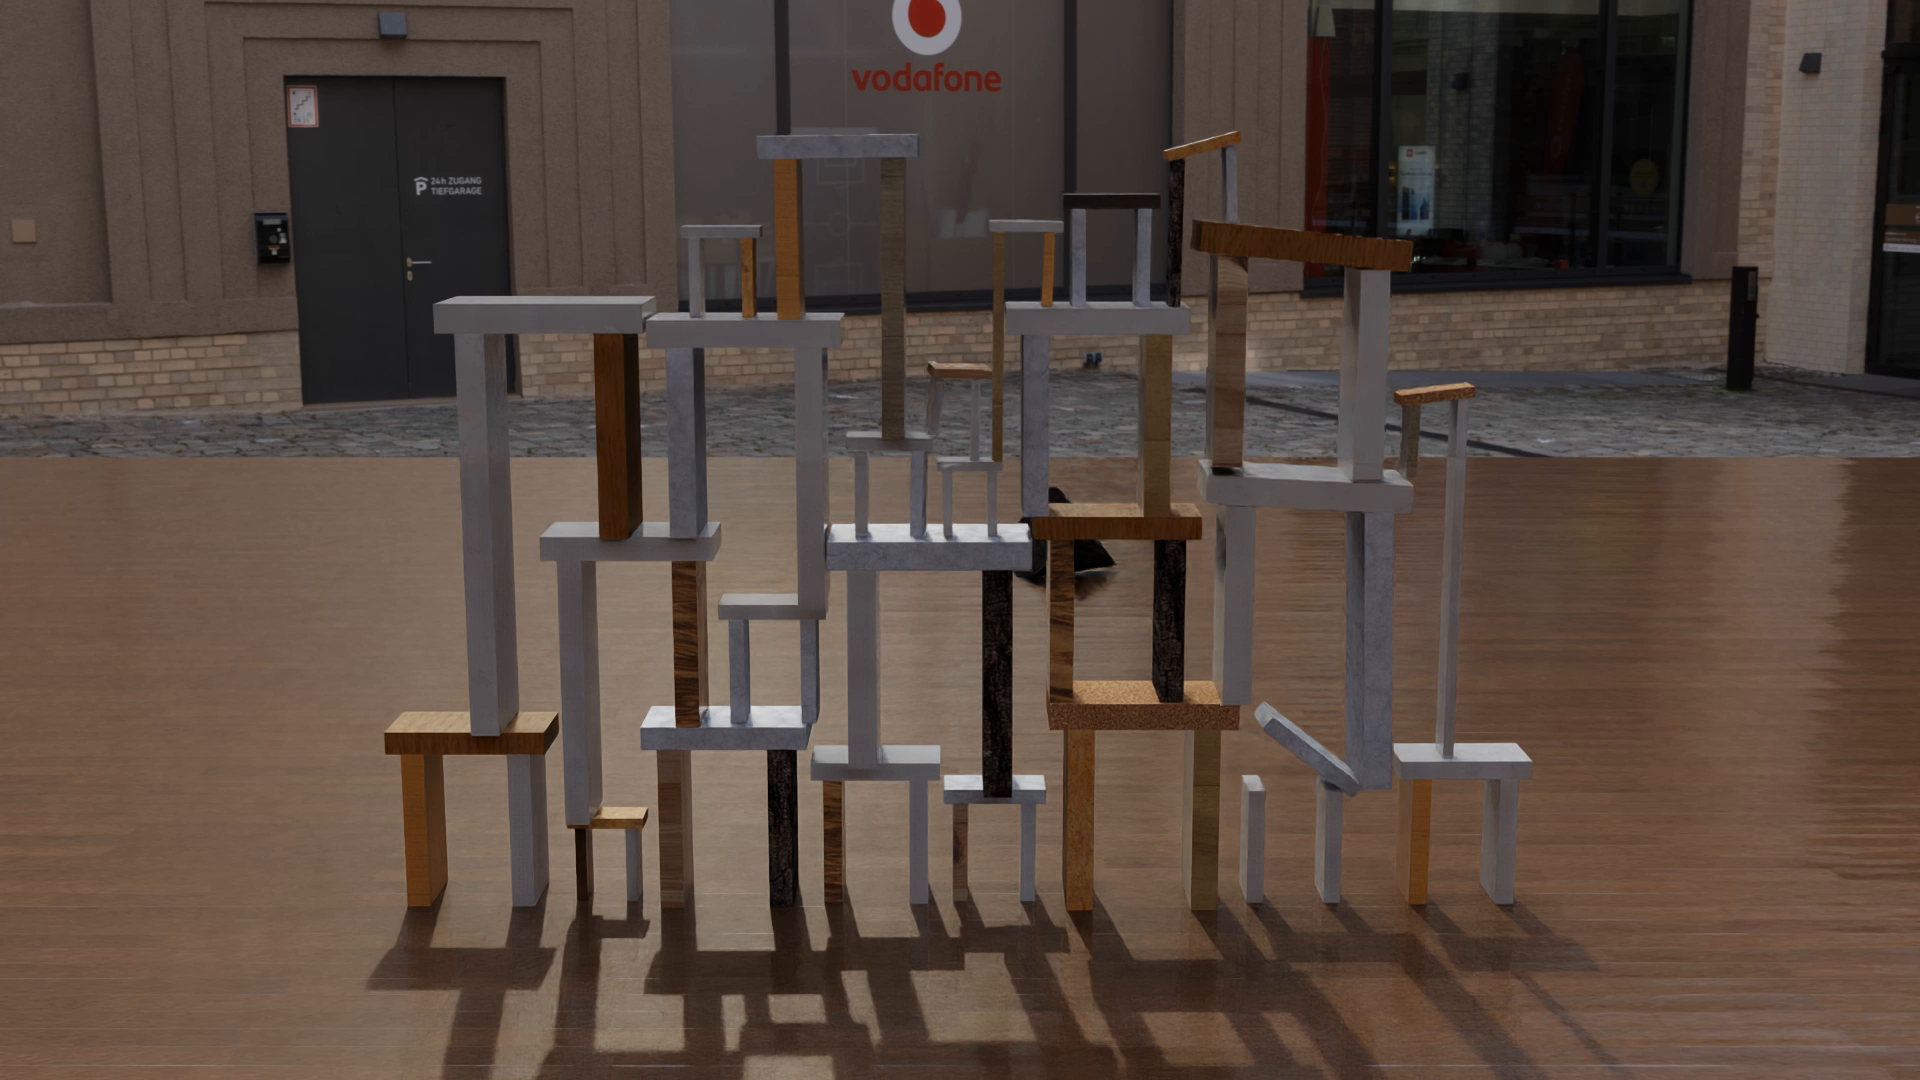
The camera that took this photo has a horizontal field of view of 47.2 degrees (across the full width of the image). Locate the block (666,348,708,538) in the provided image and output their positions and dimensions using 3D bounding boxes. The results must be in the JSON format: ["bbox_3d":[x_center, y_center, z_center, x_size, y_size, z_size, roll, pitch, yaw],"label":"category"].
[{"bbox_3d":[-0.438,-0.165,3.527,0.043,0.301,0.151,0,11,0],"label":"block"}]

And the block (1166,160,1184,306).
[{"bbox_3d":[0.339,-0.484,3.465,0.017,0.227,0.058,1,11,0],"label":"block"}]

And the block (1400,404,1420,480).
[{"bbox_3d":[0.719,-0.159,3.515,0.017,0.118,0.059,2,9,1],"label":"block"}]

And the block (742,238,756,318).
[{"bbox_3d":[-0.334,-0.417,3.486,0.018,0.124,0.062,0,11,0],"label":"block"}]

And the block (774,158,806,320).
[{"bbox_3d":[-0.269,-0.477,3.472,0.035,0.247,0.123,-1,11,0],"label":"block"}]

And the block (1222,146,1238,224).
[{"bbox_3d":[0.423,-0.559,3.457,0.017,0.117,0.059,-2,12,0],"label":"block"}]

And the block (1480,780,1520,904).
[{"bbox_3d":[0.895,0.485,3.652,0.030,0.213,0.107,0,11,0],"label":"block"}]

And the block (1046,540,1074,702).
[{"bbox_3d":[0.163,0.119,3.576,0.038,0.265,0.133,0,10,0],"label":"block"}]

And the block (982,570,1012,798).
[{"bbox_3d":[0.060,0.218,3.602,0.046,0.374,0.162,0,11,0],"label":"block"}]

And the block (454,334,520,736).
[{"bbox_3d":[-0.763,-0.018,3.554,0.046,0.647,0.162,0,11,0],"label":"block"}]

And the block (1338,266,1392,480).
[{"bbox_3d":[0.642,-0.268,3.498,0.046,0.327,0.163,1,9,1],"label":"block"}]

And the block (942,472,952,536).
[{"bbox_3d":[-0.020,-0.062,3.542,0.015,0.106,0.053,-1,11,0],"label":"block"}]

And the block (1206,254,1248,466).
[{"bbox_3d":[0.423,-0.289,3.500,0.046,0.327,0.163,1,9,2],"label":"block"}]

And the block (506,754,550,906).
[{"bbox_3d":[-0.716,0.462,3.648,0.037,0.258,0.129,0,11,0],"label":"block"}]

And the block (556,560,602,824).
[{"bbox_3d":[-0.622,0.236,3.604,0.039,0.437,0.137,0,11,0],"label":"block"}]

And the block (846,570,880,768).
[{"bbox_3d":[-0.157,0.194,3.597,0.046,0.325,0.162,0,11,0],"label":"block"}]

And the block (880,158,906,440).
[{"bbox_3d":[-0.105,-0.385,3.491,0.035,0.438,0.123,0,11,0],"label":"block"}]

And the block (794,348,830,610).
[{"bbox_3d":[-0.237,-0.108,3.537,0.043,0.417,0.151,0,11,0],"label":"block"}]

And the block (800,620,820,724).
[{"bbox_3d":[-0.245,0.205,3.596,0.024,0.173,0.086,0,11,0],"label":"block"}]

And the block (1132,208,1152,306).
[{"bbox_3d":[0.288,-0.448,3.474,0.022,0.152,0.076,0,10,0],"label":"block"}]

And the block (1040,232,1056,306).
[{"bbox_3d":[0.139,-0.429,3.477,0.016,0.115,0.058,2,10,0],"label":"block"}]

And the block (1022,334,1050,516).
[{"bbox_3d":[0.120,-0.192,3.526,0.041,0.288,0.144,0,10,1],"label":"block"}]

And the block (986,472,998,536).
[{"bbox_3d":[0.051,-0.063,3.542,0.015,0.106,0.053,0,11,-1],"label":"block"}]

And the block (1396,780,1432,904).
[{"bbox_3d":[0.753,0.485,3.652,0.030,0.213,0.107,0,11,0],"label":"block"}]

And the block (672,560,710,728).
[{"bbox_3d":[-0.439,0.155,3.589,0.039,0.274,0.137,0,11,0],"label":"block"}]

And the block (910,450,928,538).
[{"bbox_3d":[-0.066,-0.079,3.541,0.020,0.140,0.070,2,11,4],"label":"block"}]

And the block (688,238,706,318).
[{"bbox_3d":[-0.417,-0.417,3.486,0.018,0.124,0.062,0,11,0],"label":"block"}]

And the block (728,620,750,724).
[{"bbox_3d":[-0.360,0.205,3.596,0.024,0.173,0.086,0,11,0],"label":"block"}]

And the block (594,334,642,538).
[{"bbox_3d":[-0.547,-0.176,3.525,0.046,0.324,0.162,0,11,0],"label":"block"}]

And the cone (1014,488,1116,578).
[{"bbox_3d":[0.339,0.027,6.314,0.278,0.278,0.278,22,1,-25],"label":"cone"}]

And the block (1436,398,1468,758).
[{"bbox_3d":[0.797,0.061,3.566,0.017,0.591,0.059,0,11,0],"label":"block"}]

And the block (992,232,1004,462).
[{"bbox_3d":[0.061,-0.308,3.499,0.016,0.362,0.058,1,11,2],"label":"block"}]

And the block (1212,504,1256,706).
[{"bbox_3d":[0.444,0.091,3.567,0.046,0.323,0.162,0,11,1],"label":"block"}]

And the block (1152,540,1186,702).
[{"bbox_3d":[0.339,0.119,3.576,0.038,0.265,0.133,0,10,0],"label":"block"}]

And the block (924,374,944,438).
[{"bbox_3d":[-0.041,-0.217,3.508,0.014,0.095,0.048,3,25,-11],"label":"block"}]

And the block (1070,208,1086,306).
[{"bbox_3d":[0.186,-0.448,3.475,0.022,0.152,0.076,0,10,0],"label":"block"}]

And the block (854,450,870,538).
[{"bbox_3d":[-0.158,-0.079,3.540,0.020,0.140,0.070,0,10,0],"label":"block"}]

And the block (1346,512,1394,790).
[{"bbox_3d":[0.666,0.166,3.583,0.046,0.453,0.162,-2,11,0],"label":"block"}]

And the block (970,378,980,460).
[{"bbox_3d":[0.024,-0.197,3.523,0.014,0.133,0.048,1,11,-1],"label":"block"}]

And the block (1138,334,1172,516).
[{"bbox_3d":[0.311,-0.191,3.525,0.041,0.288,0.144,0,10,0],"label":"block"}]
